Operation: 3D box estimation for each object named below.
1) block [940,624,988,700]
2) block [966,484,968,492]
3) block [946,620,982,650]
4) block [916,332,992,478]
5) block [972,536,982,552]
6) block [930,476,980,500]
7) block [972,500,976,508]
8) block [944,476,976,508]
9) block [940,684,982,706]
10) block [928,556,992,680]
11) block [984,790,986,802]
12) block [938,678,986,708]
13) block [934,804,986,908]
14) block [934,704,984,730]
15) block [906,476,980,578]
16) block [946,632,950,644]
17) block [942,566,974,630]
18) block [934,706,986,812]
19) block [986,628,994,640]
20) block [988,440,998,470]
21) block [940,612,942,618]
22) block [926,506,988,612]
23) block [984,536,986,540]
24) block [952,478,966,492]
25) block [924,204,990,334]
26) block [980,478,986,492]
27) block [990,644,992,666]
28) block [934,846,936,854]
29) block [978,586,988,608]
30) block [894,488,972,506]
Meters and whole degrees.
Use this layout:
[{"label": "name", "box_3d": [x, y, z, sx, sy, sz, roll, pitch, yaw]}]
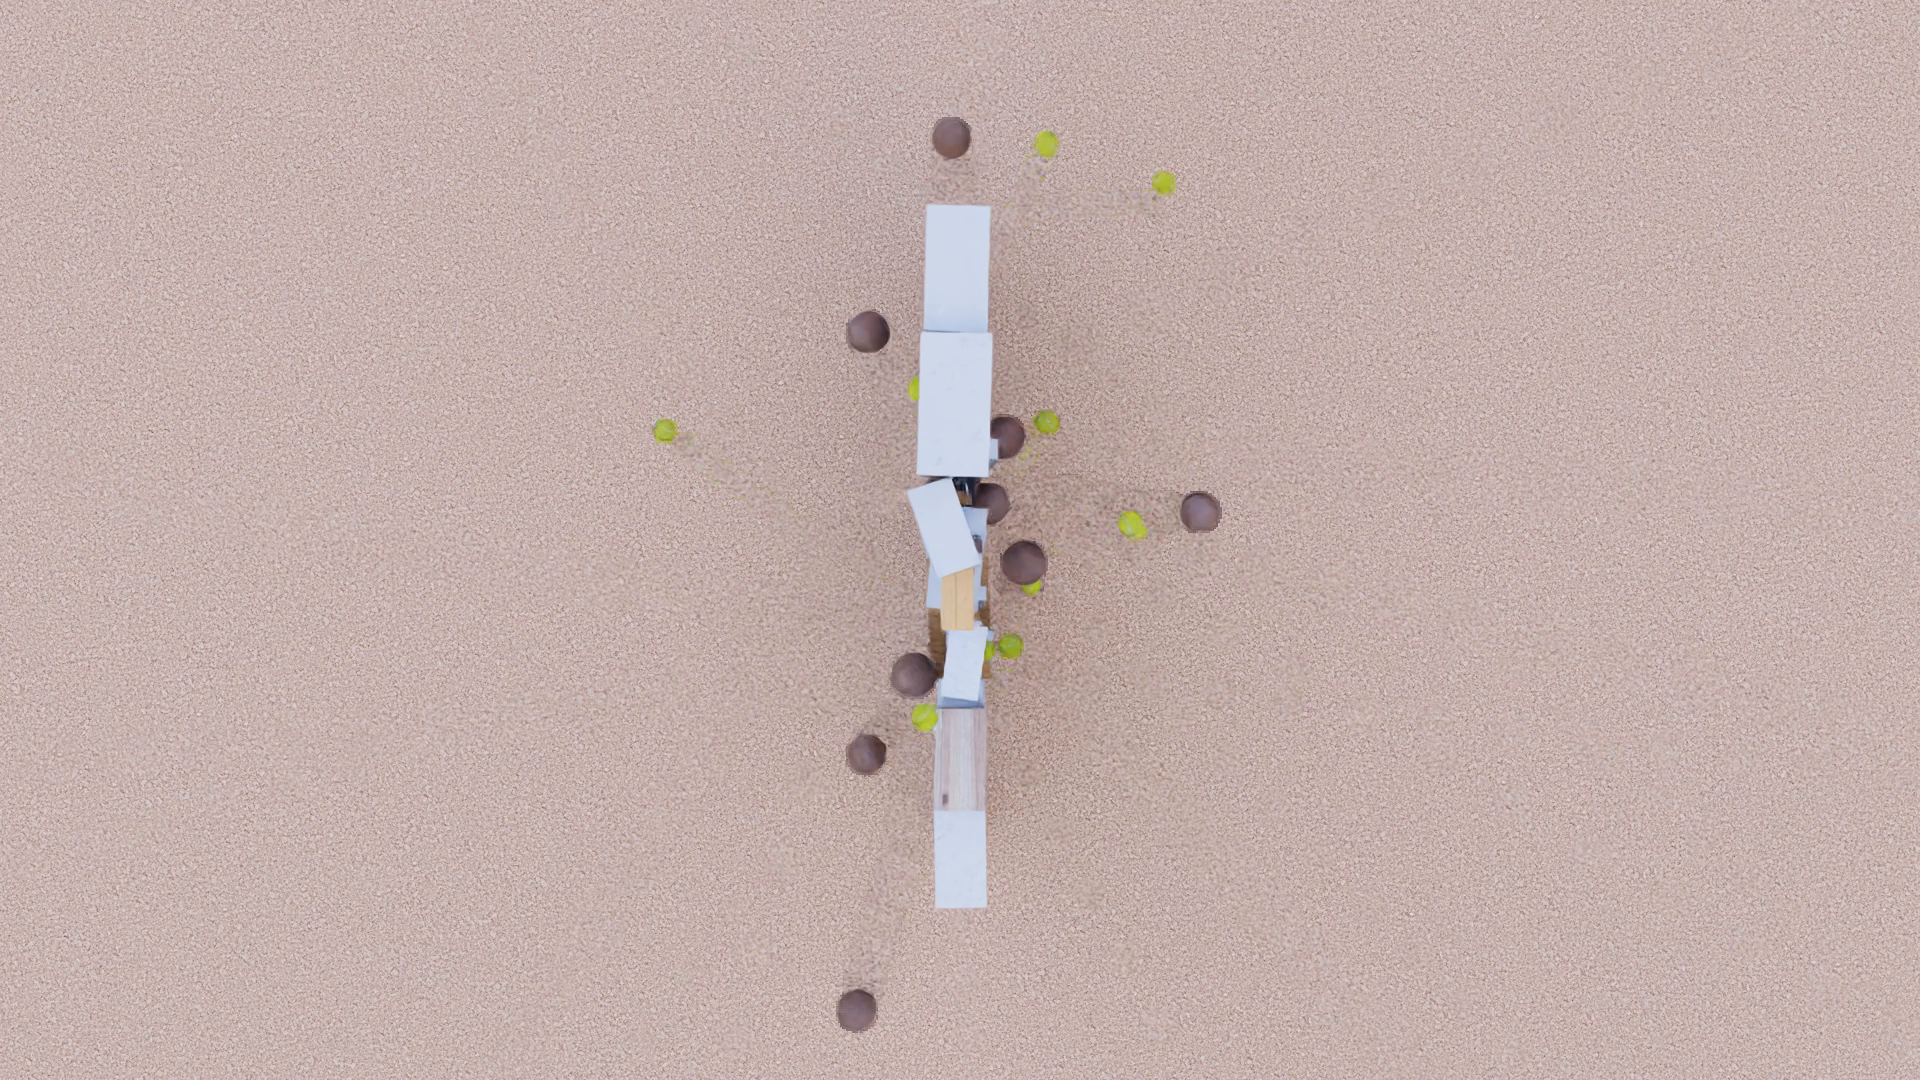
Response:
[{"label": "block", "box_3d": [0.011, 0.318, 4.340, 0.098, 0.028, 0.196, 8, 89, 0]}, {"label": "block", "box_3d": [-0.008, -0.152, 4.866, 0.063, 0.126, 0.018, 2, 88, 0]}, {"label": "block", "box_3d": [0.009, 0.312, 4.564, 0.091, 0.026, 0.183, 3, 90, 0]}, {"label": "block", "box_3d": [-0.013, -0.339, 4.148, 0.179, 0.051, 0.358, 2, 89, 0]}, {"label": "block", "box_3d": [0.000, 0.010, 4.323, 0.117, 0.233, 0.033, 0, 93, 0]}, {"label": "block", "box_3d": [-0.007, -0.288, 5.159, 0.159, 0.045, 0.318, 4, 90, 0]}, {"label": "block", "box_3d": [0.004, -0.032, 5.300, 0.093, 0.026, 0.186, 0, 90, 0]}, {"label": "block", "box_3d": [0.000, -0.183, 4.942, 0.090, 0.026, 0.181, 4, 90, 0]}, {"label": "block", "box_3d": [0.005, 0.536, 4.763, 0.119, 0.034, 0.238, -1, 90, 0]}, {"label": "block", "box_3d": [-0.002, 0.225, 4.785, 0.176, 0.050, 0.351, -1, 90, 0]}, {"label": "block", "box_3d": [0.001, 0.690, 4.666, 0.137, 0.386, 0.039, 6, 90, 0]}, {"label": "block", "box_3d": [0.003, 0.396, 5.182, 0.149, 0.042, 0.297, -1, 90, 0]}, {"label": "block", "box_3d": [0.002, 0.872, 4.559, 0.140, 0.040, 0.280, -1, 90, 0]}, {"label": "block", "box_3d": [0.001, 0.495, 4.609, 0.137, 0.274, 0.039, -2, 91, 0]}, {"label": "block", "box_3d": [-0.042, -0.032, 4.182, 0.117, 0.033, 0.233, -19, 91, -7]}, {"label": "block", "box_3d": [0.011, 0.268, 4.452, 0.098, 0.196, 0.028, 5, 89, 0]}, {"label": "block", "box_3d": [-0.006, 0.150, 4.260, 0.082, 0.023, 0.165, 0, 89, 2]}, {"label": "block", "box_3d": [0.001, 0.591, 4.453, 0.137, 0.039, 0.274, 1, 90, 0]}, {"label": "block", "box_3d": [0.049, 0.258, 4.668, 0.091, 0.183, 0.026, 16, 89, 0]}, {"label": "block", "box_3d": [0.004, -0.224, 4.420, 0.179, 0.494, 0.051, -2, 90, -1]}, {"label": "block", "box_3d": [-0.005, 0.187, 4.354, 0.082, 0.165, 0.023, 5, 96, 2]}, {"label": "block", "box_3d": [-0.009, 0.049, 4.460, 0.140, 0.040, 0.279, 6, 89, 0]}, {"label": "block", "box_3d": [0.003, -0.018, 4.804, 0.139, 0.646, 0.040, 0, 88, 0]}, {"label": "block", "box_3d": [-0.016, -0.117, 4.789, 0.063, 0.018, 0.126, 2, 92, 9]}, {"label": "block", "box_3d": [-0.007, -0.686, 4.191, 0.160, 0.045, 0.320, 1, 90, 0]}, {"label": "block", "box_3d": [0.000, -0.184, 5.341, 0.159, 0.318, 0.045, 0, 90, 0]}, {"label": "block", "box_3d": [0.006, 0.341, 4.985, 0.175, 0.351, 0.050, 0, 90, 0]}, {"label": "block", "box_3d": [-0.010, 0.797, 4.877, 0.131, 0.037, 0.261, 1, 90, 0]}, {"label": "block", "box_3d": [0.004, 0.161, 4.619, 0.140, 0.279, 0.040, 0, 83, 0]}, {"label": "block", "box_3d": [-0.067, -0.115, 4.494, 0.117, 0.578, 0.033, -5, 89, 9]}]
